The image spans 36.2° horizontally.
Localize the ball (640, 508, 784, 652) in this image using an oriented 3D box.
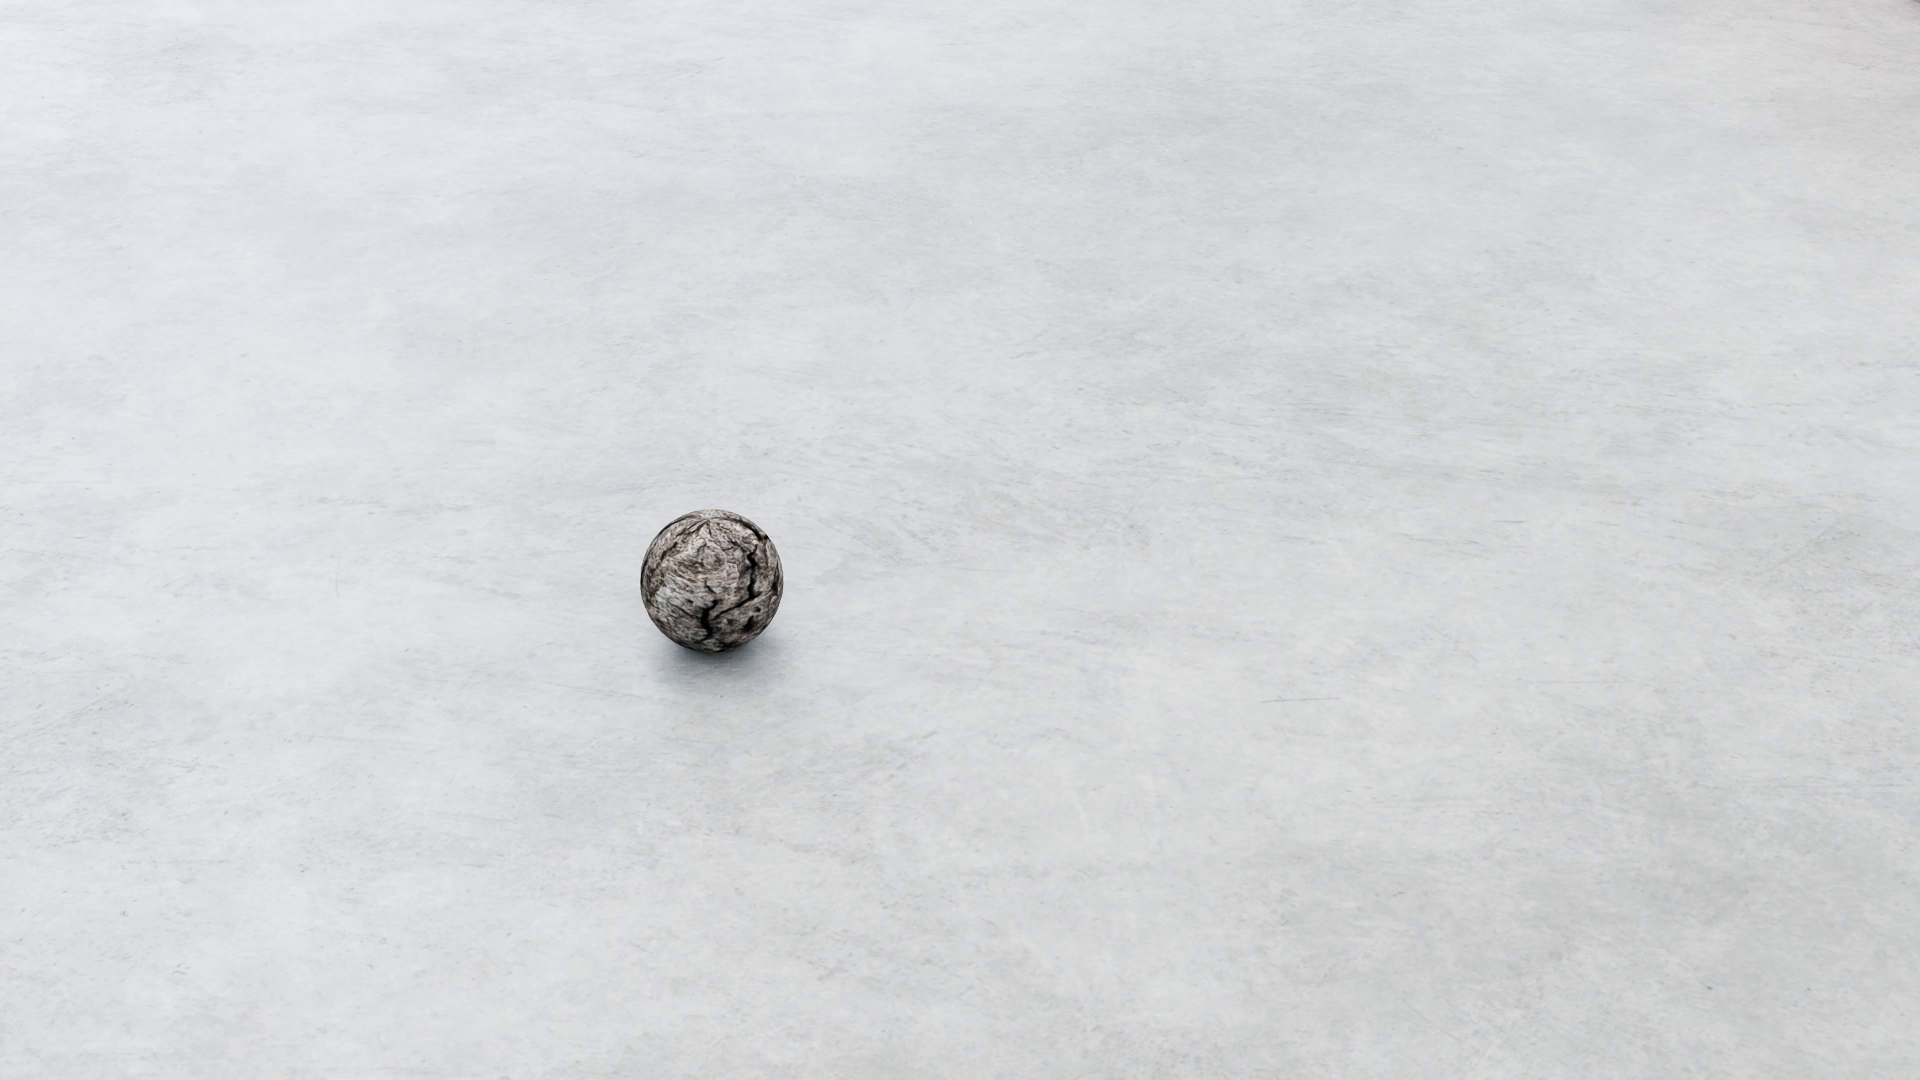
[{"bbox_3d":[-0.137,0.023,1.628,0.080,0.080,0.080,0,30,0],"label":"ball"}]
